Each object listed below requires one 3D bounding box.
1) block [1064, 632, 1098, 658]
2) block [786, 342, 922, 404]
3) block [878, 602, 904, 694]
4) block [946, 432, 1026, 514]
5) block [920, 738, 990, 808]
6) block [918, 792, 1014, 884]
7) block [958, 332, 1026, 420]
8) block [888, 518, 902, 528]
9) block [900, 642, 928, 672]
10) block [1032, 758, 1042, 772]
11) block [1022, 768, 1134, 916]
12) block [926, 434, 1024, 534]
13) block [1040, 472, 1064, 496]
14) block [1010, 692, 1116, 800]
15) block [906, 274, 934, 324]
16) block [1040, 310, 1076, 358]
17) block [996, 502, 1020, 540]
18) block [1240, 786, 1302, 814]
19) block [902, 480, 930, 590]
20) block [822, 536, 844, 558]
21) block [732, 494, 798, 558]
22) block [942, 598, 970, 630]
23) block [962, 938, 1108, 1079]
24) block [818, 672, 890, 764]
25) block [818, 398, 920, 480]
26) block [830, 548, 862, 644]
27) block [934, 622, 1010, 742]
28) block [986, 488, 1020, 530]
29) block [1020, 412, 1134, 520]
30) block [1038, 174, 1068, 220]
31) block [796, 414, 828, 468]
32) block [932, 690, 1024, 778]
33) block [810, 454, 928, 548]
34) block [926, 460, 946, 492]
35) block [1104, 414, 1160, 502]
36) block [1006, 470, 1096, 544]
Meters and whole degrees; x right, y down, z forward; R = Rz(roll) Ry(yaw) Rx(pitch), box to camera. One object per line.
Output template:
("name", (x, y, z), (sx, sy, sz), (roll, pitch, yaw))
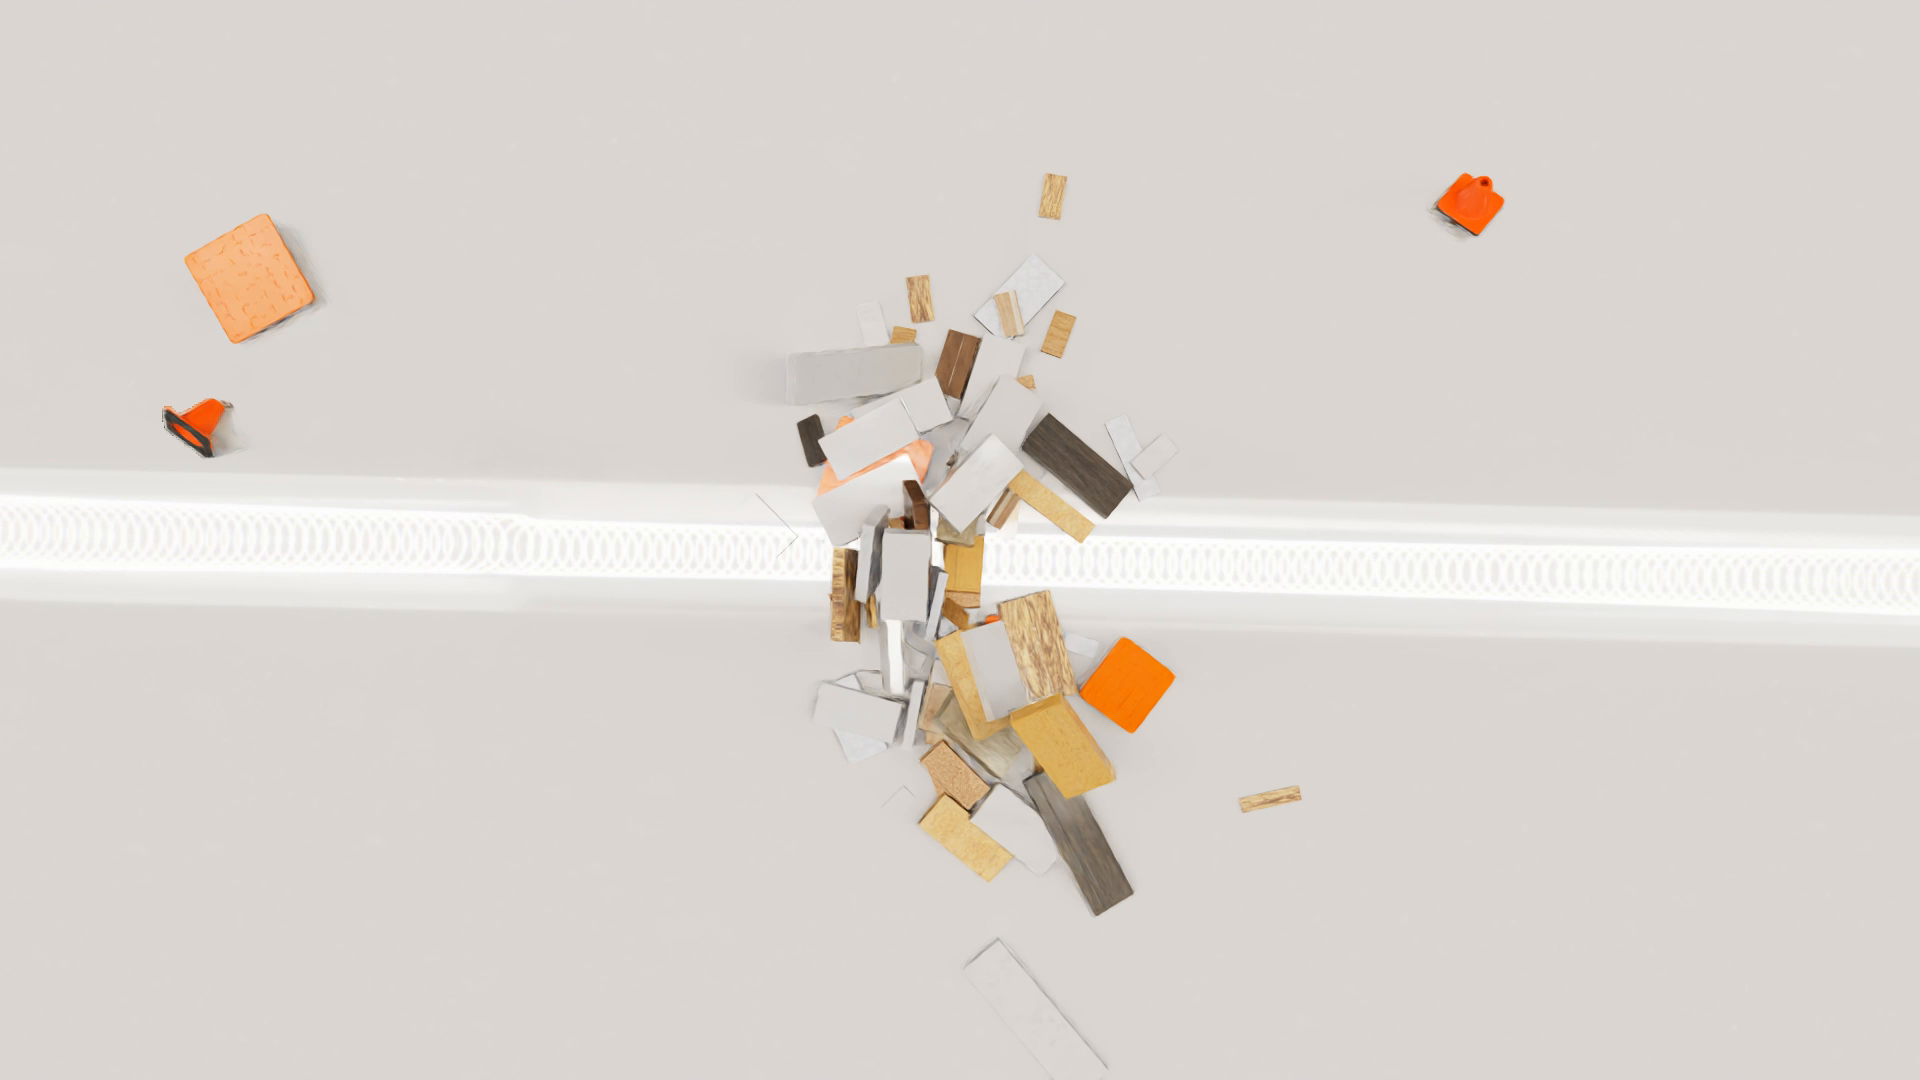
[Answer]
("block", (0.400, 0.349, 5.492), (0.115, 0.016, 0.058), (17, 90, 0))
("block", (-0.335, -0.537, 5.288), (0.522, 0.042, 0.149), (-12, 113, -42))
("block", (-0.229, 0.353, 5.425), (0.041, 0.144, 0.294), (-3, 90, -14))
("block", (0.078, -0.256, 5.344), (0.161, 0.046, 0.321), (32, 63, -10))
("block", (-0.015, 0.770, 5.422), (0.102, 0.029, 0.227), (-42, 99, 9))
("block", (0.022, 0.984, 5.457), (0.311, 0.039, 0.136), (41, 90, -9))
("block", (0.104, -0.527, 5.453), (0.144, 0.041, 0.287), (17, 97, -7))
("block", (-0.193, 0.088, 5.379), (0.041, 0.144, 0.288), (-7, 112, -3))
("block", (-0.162, 0.388, 5.461), (0.113, 0.016, 0.057), (28, 90, 34))
("block", (0.269, 0.731, 5.463), (0.052, 0.015, 0.103), (-2, 124, -4))
("block", (0.390, 0.981, 5.439), (0.150, 0.043, 0.511), (-29, 96, -10))
("block", (0.048, -0.181, 5.228), (0.297, 0.042, 0.149), (-47, 105, -9))
("block", (0.300, -0.179, 5.489), (0.076, 0.022, 0.152), (38, 90, 0))
("block", (0.318, 0.634, 5.062), (0.176, 0.050, 0.352), (-25, 119, 20))
("block", (-0.132, -0.801, 5.489), (0.077, 0.022, 0.153), (-7, 90, 0))
("block", (0.327, -0.685, 5.490), (0.072, 0.021, 0.145), (21, 90, 0))
("block", (0.161, -0.066, 5.491), (0.063, 0.018, 0.127), (8, 90, 0))
("block", (1.034, 0.863, 5.493), (0.202, 0.014, 0.050), (-12, 90, 0))
("block", (-0.140, -0.016, 5.349), (0.046, 0.161, 0.321), (-8, 119, -11))
("block", (-0.411, 0.036, 5.492), (0.057, 0.016, 0.113), (-28, 90, 0))
("block", (-0.648, -0.048, 5.486), (0.102, 0.029, 0.203), (-44, 90, 0))
("block", (-0.015, 0.242, 5.363), (0.016, 0.115, 0.058), (-10, 123, -37))
("block", (0.250, 1.591, 5.478), (0.155, 0.044, 0.565), (-40, 90, 0))
("block", (-0.354, 0.592, 5.469), (0.136, 0.039, 0.273), (-24, 91, 8))
("block", (-0.295, -0.328, 5.369), (0.299, 0.042, 0.149), (-28, 92, 5))
("block", (-0.369, 0.183, 5.370), (0.043, 0.150, 0.301), (-1, 85, 18))
("block", (0.047, 0.461, 5.358), (0.148, 0.042, 0.352), (-24, 92, -37))
("block", (0.144, -0.101, 5.455), (0.063, 0.018, 0.127), (33, 90, -40))
("block", (0.388, -0.245, 5.464), (0.373, 0.041, 0.144), (40, 77, 0))
("block", (0.309, -1.142, 5.490), (0.072, 0.021, 0.145), (9, 90, 0))
("block", (-0.484, -0.329, 5.454), (0.078, 0.022, 0.157), (-24, 74, 24))
("block", (0.063, 0.625, 5.400), (0.310, 0.044, 0.155), (44, 67, -19))
("block", (-0.294, -0.127, 5.416), (0.352, 0.050, 0.176), (-26, 93, -1))
("block", (-0.082, -0.211, 5.493), (0.050, 0.014, 0.101), (8, 90, 0))
("block", (0.574, -0.274, 5.489), (0.076, 0.022, 0.286), (-24, 90, 0))
("block", (0.296, -0.118, 5.467), (0.330, 0.022, 0.078), (37, 90, 0))
